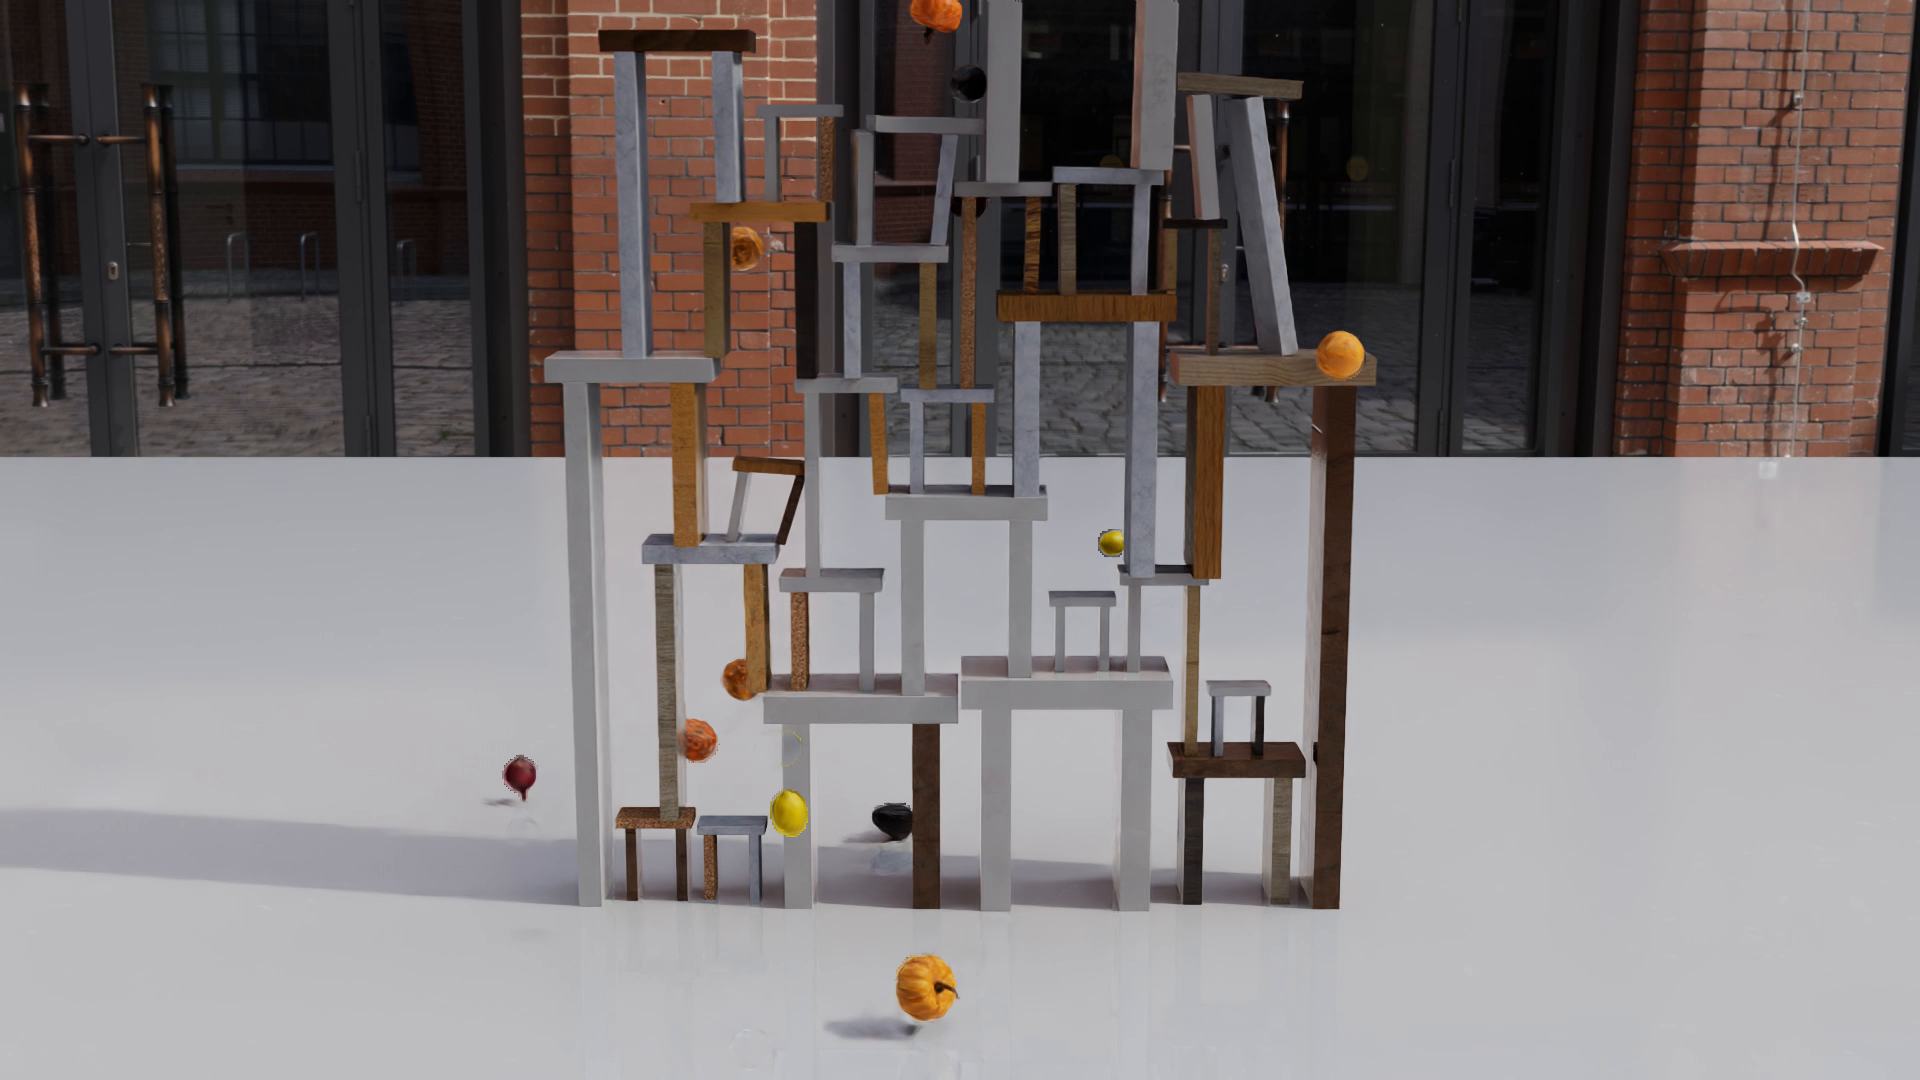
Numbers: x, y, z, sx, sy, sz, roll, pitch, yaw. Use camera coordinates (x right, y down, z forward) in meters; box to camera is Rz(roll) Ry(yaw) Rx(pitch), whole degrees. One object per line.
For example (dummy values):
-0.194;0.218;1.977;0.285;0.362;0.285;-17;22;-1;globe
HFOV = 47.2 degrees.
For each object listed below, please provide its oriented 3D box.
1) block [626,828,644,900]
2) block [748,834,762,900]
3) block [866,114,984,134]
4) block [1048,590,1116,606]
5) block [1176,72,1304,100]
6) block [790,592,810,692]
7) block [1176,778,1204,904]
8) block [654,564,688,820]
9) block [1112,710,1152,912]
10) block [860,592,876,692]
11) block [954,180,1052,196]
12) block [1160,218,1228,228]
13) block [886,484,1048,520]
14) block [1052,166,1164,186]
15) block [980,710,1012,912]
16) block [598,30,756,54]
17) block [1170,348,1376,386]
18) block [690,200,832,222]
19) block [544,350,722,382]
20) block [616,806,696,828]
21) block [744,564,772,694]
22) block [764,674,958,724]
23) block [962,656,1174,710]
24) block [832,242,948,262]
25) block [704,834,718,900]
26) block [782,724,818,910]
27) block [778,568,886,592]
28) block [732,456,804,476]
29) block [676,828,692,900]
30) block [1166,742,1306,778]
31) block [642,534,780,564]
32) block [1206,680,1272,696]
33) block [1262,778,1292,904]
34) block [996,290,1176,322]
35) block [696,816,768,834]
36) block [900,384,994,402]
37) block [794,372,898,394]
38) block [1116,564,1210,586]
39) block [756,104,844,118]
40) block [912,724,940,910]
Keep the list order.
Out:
-0.541;0.530;3.653;0.018;0.124;0.062;0;11;0;block
-0.340;0.535;3.657;0.016;0.112;0.056;0;11;0;block
-0.055;-0.646;3.420;0.171;0.024;0.086;-1;12;-13;block
0.198;0.095;3.578;0.108;0.015;0.054;0;11;0;block
0.432;-0.705;3.420;0.191;0.027;0.095;4;10;2;block
-0.261;0.156;3.591;0.023;0.166;0.083;0;10;0;block
0.382;0.484;3.649;0.031;0.216;0.108;0;11;0;block
-0.474;0.239;3.609;0.030;0.428;0.106;0;11;0;block
0.285;0.423;3.638;0.048;0.339;0.170;0;11;0;block
-0.151;0.156;3.591;0.023;0.166;0.083;1;10;0;block
0.067;-0.552;3.456;0.152;0.022;0.076;0;11;0;block
0.368;-0.499;3.468;0.102;0.014;0.051;0;11;-1;block
0.011;-0.061;3.544;0.257;0.036;0.129;0;11;0;block
0.231;-0.572;3.449;0.170;0.024;0.085;1;11;0;block
0.058;0.423;3.638;0.048;0.339;0.170;0;11;0;block
-0.437;-0.773;3.412;0.229;0.032;0.114;0;11;0;block
0.496;-0.277;3.508;0.308;0.044;0.154;0;11;0;block
-0.313;-0.519;3.467;0.211;0.030;0.106;0;11;1;block
-0.520;-0.277;3.511;0.263;0.037;0.131;0;11;0;block
-0.503;0.460;3.641;0.124;0.018;0.062;0;11;0;block
-0.331;0.133;3.589;0.030;0.212;0.106;-1;11;0;block
-0.160;0.259;3.612;0.313;0.044;0.157;0;11;0;block
0.172;0.233;3.602;0.339;0.048;0.170;0;11;0;block
-0.109;-0.454;3.470;0.182;0.026;0.091;0;11;0;block
-0.414;0.535;3.657;0.016;0.112;0.056;0;11;0;block
-0.264;0.435;3.644;0.044;0.313;0.157;0;11;0;block
-0.207;0.065;3.567;0.166;0.023;0.083;0;10;1;block
-0.306;-0.120;3.541;0.115;0.016;0.058;4;11;-1;block
-0.459;0.530;3.653;0.018;0.124;0.062;0;11;0;block
0.454;0.363;3.627;0.216;0.031;0.108;0;11;0;block
-0.403;0.014;3.567;0.212;0.030;0.106;0;11;0;block
0.456;0.243;3.602;0.100;0.014;0.050;0;11;-1;block
0.526;0.484;3.650;0.031;0.216;0.108;0;11;0;block
0.198;-0.373;3.490;0.278;0.039;0.139;0;11;0;block
-0.377;0.473;3.646;0.112;0.016;0.056;0;11;0;block
-0.019;-0.235;3.512;0.148;0.021;0.074;0;11;1;block
-0.180;-0.251;3.508;0.163;0.023;0.081;0;10;0;block
0.329;0.057;3.574;0.144;0.020;0.072;0;11;0;block
-0.249;-0.671;3.438;0.131;0.018;0.065;0;11;2;block
-0.055;0.436;3.643;0.044;0.313;0.157;0;11;-1;block
